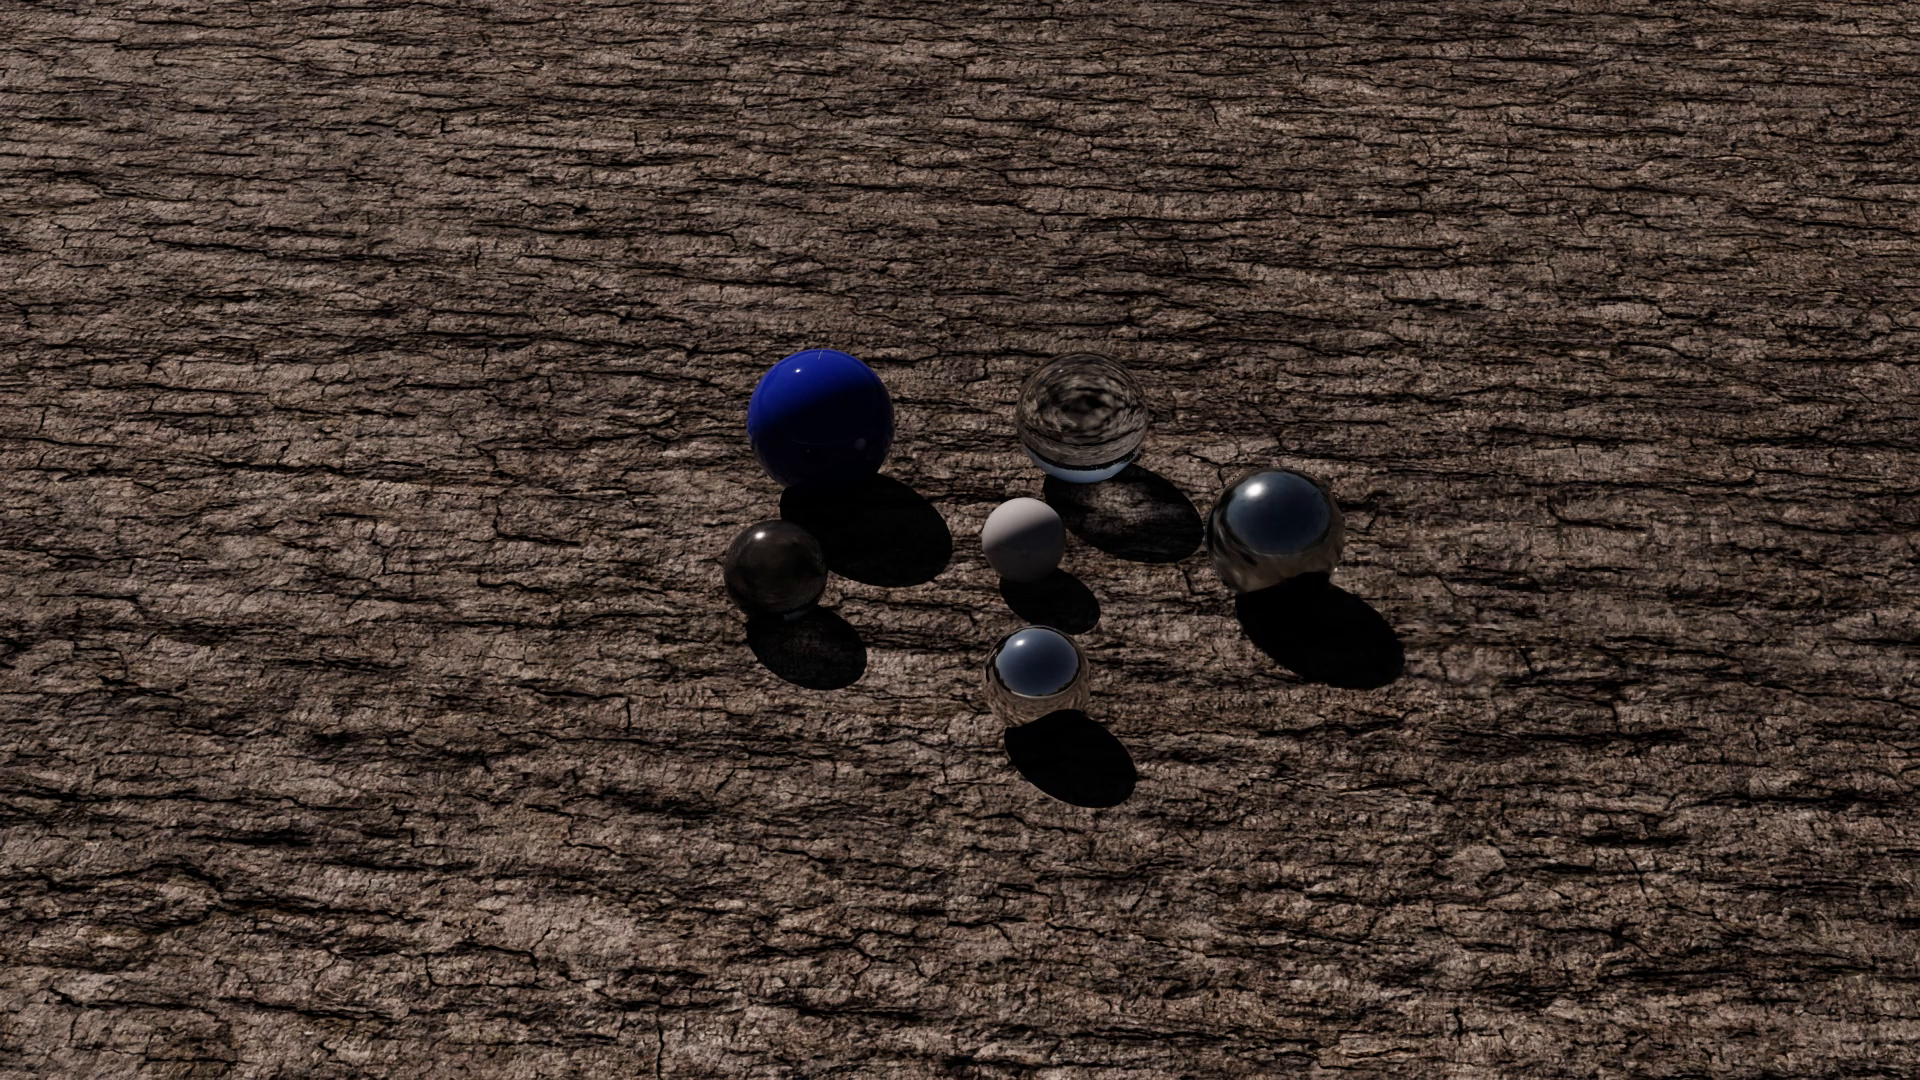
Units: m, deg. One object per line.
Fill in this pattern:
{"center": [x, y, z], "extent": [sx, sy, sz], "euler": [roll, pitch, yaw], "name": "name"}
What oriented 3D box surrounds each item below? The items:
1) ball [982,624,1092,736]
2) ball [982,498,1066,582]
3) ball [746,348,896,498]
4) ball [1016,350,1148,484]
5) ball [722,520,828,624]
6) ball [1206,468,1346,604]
{"center": [0.045, 0.082, 1.499], "extent": [0.065, 0.065, 0.065], "euler": [0, 36, 0], "name": "ball"}
{"center": [0.041, 0.000, 1.620], "extent": [0.054, 0.054, 0.054], "euler": [0, 36, 0], "name": "ball"}
{"center": [-0.091, -0.077, 1.688], "extent": [0.098, 0.098, 0.098], "euler": [0, 36, 0], "name": "ball"}
{"center": [0.081, -0.081, 1.703], "extent": [0.088, 0.088, 0.088], "euler": [0, 36, 0], "name": "ball"}
{"center": [-0.114, 0.020, 1.584], "extent": [0.065, 0.065, 0.065], "euler": [0, 36, 0], "name": "ball"}
{"center": [0.197, -0.003, 1.598], "extent": [0.085, 0.085, 0.085], "euler": [0, 36, 0], "name": "ball"}
